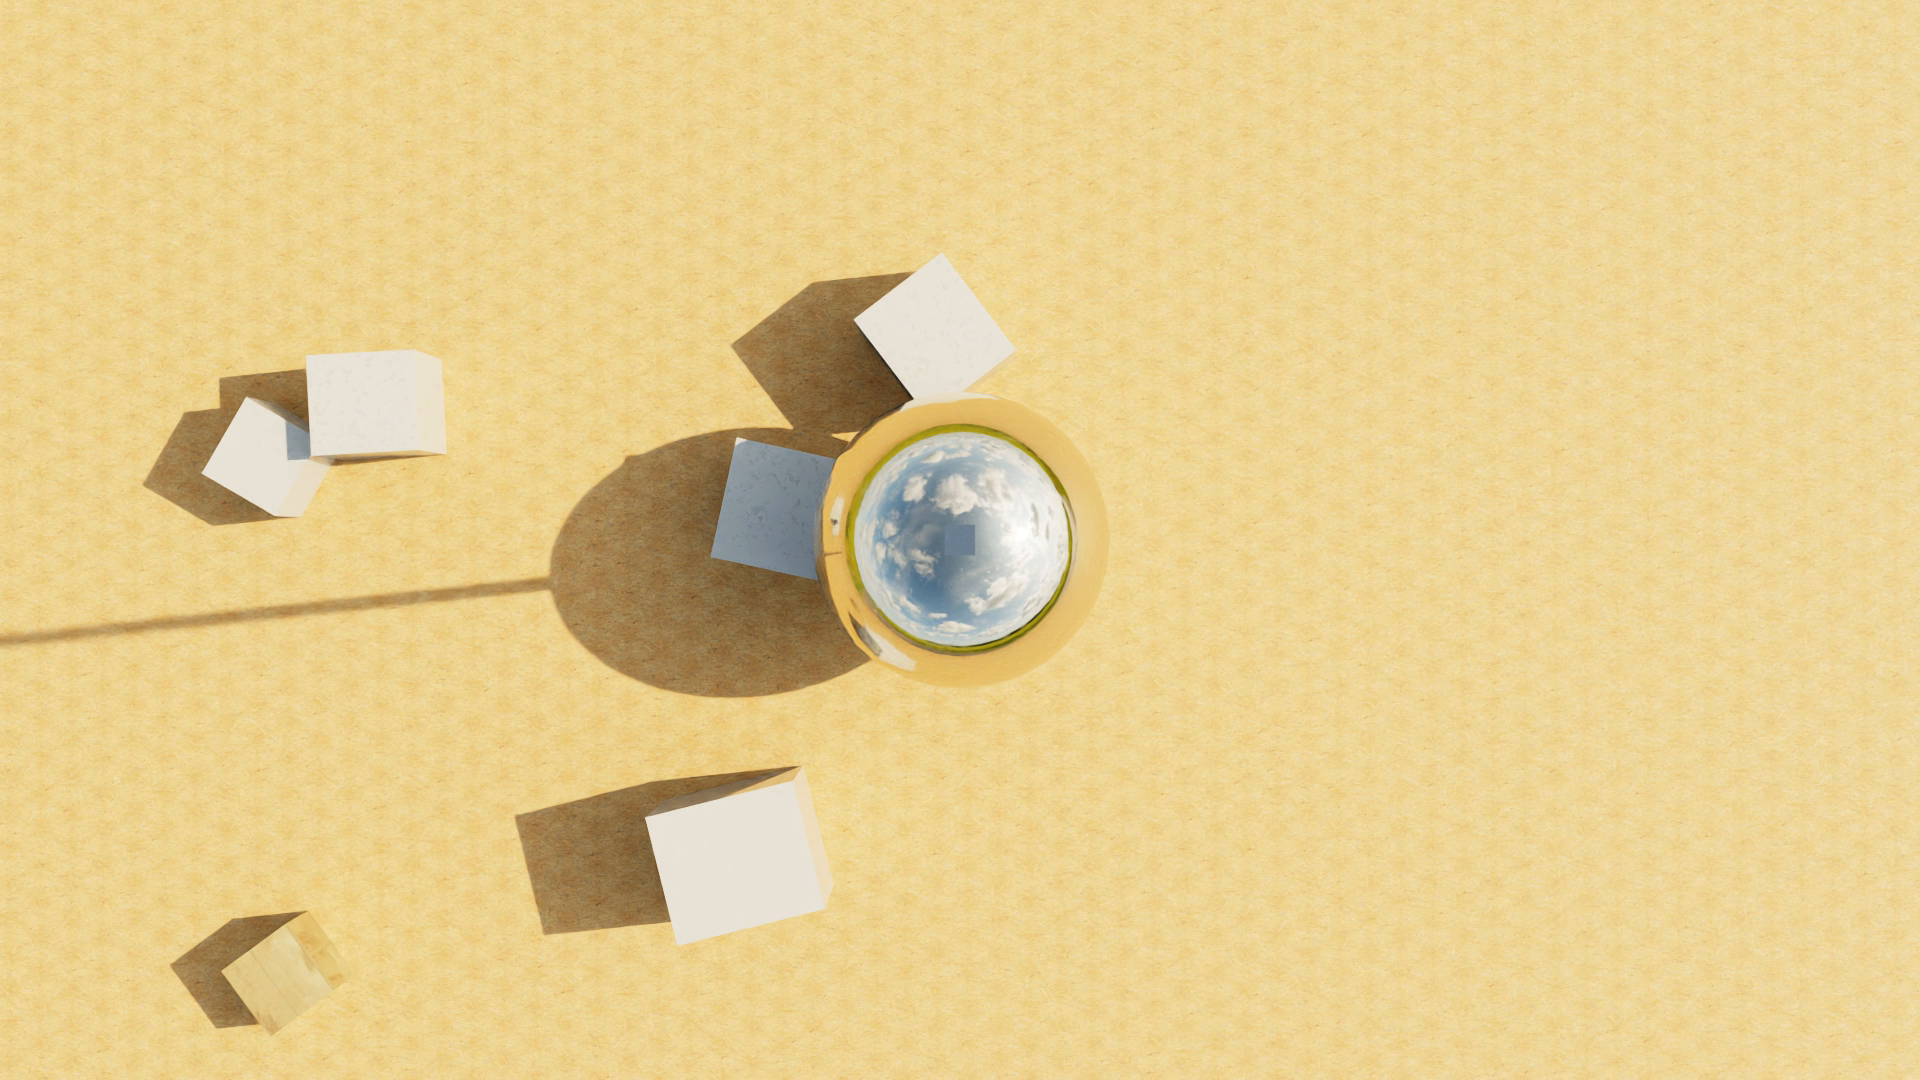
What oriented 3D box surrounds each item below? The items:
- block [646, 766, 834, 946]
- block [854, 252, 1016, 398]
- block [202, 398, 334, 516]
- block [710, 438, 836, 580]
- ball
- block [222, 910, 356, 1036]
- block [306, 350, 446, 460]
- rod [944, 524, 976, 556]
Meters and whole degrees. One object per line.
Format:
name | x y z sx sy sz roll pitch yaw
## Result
block | -1.243 1.787 12.578 0.841 0.843 0.731 -14 90 0
block | -0.139 -1.146 12.639 0.619 0.723 0.687 -37 90 0
block | -3.977 -0.475 12.753 0.482 0.495 0.502 30 90 0
block | -0.966 -0.162 12.658 0.733 0.685 0.685 12 90 0
ball | 0.006 0.000 11.808 1.600 1.600 1.600 0 90 0
block | -3.898 2.517 12.788 0.465 0.424 0.469 -36 90 0
block | -3.350 -0.770 12.663 0.605 0.674 0.564 -3 90 0
rod | 0.003 0.000 8.408 0.080 5.200 0.080 0 90 0
